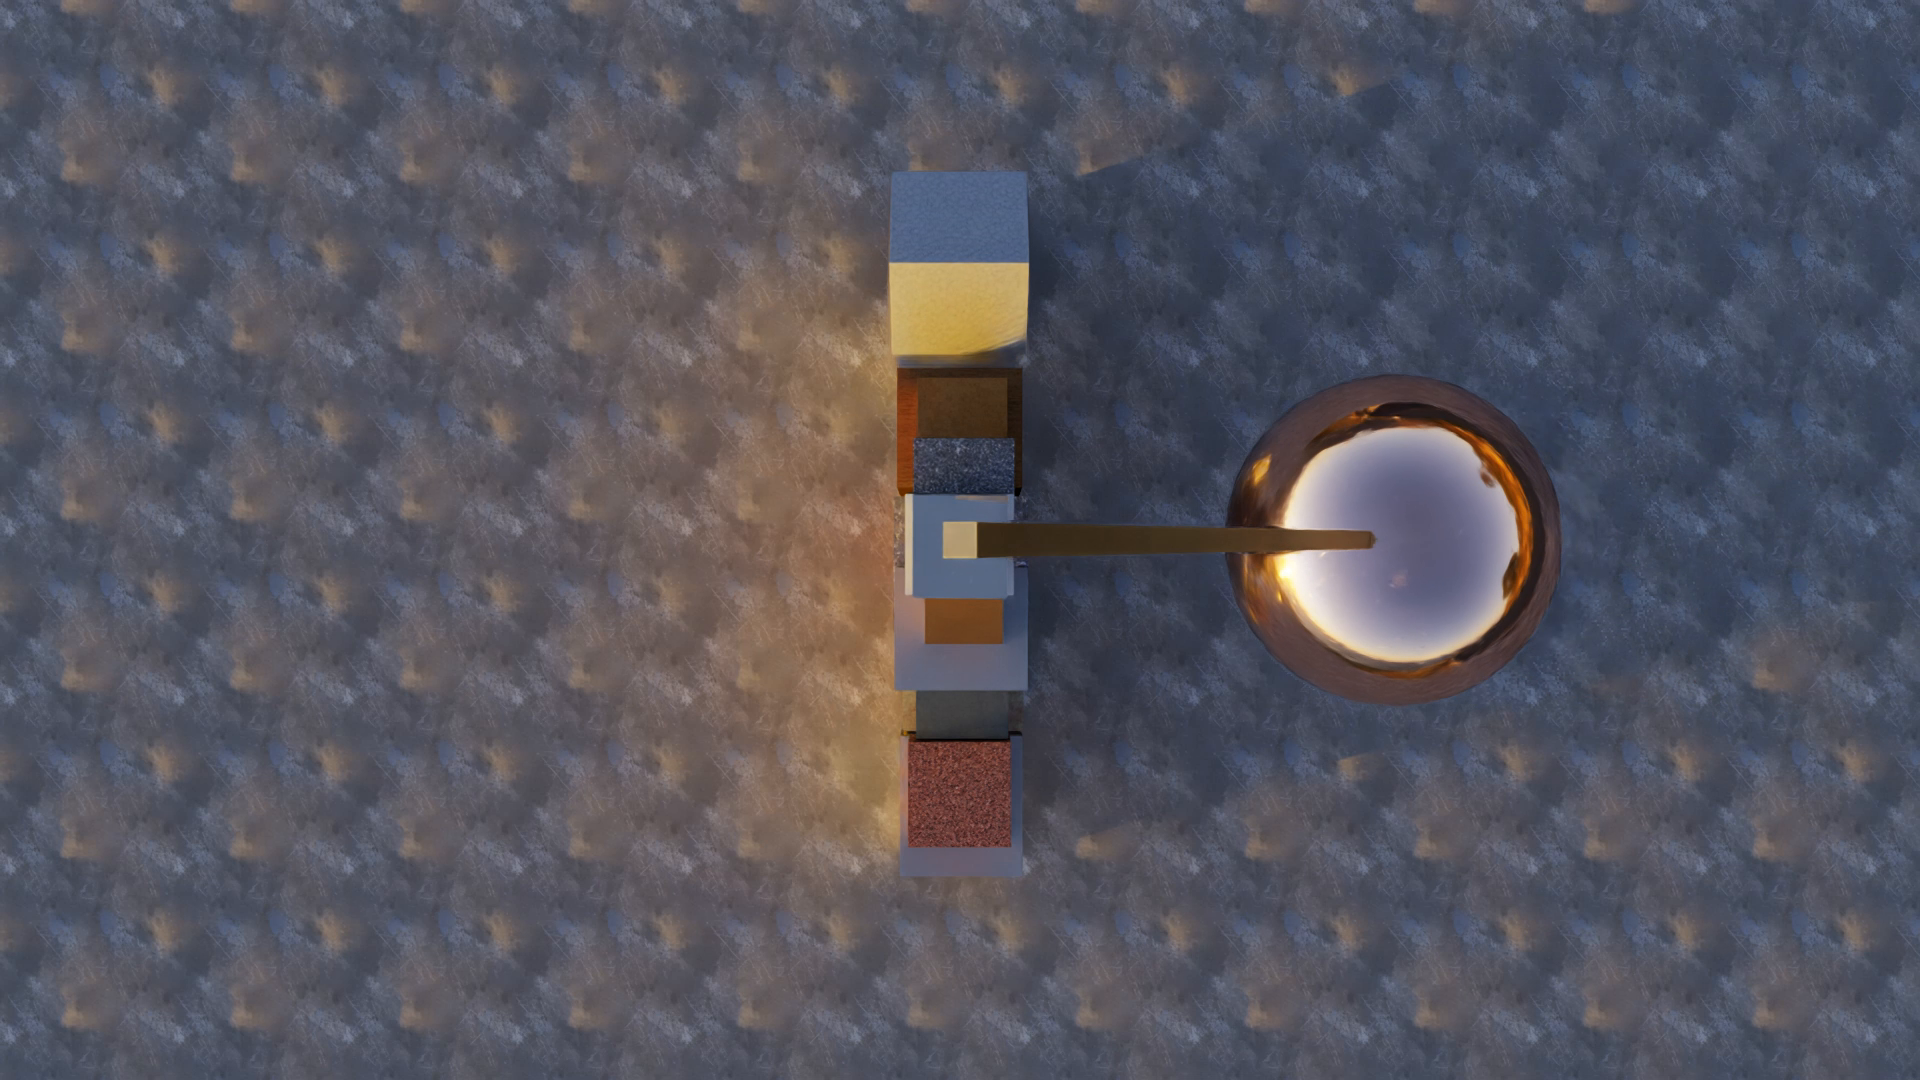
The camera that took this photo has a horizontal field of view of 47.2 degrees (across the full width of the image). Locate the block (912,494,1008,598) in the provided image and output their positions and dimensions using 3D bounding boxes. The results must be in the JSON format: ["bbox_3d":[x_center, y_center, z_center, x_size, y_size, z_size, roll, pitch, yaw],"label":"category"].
[{"bbox_3d":[0.000,0.023,9.792,0.415,0.420,0.449,0,92,0],"label":"block"}]

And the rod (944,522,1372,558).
[{"bbox_3d":[0.899,0.000,7.383,0.080,5.200,0.080,0,90,20],"label":"rod"}]

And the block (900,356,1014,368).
[{"bbox_3d":[-0.017,-1.030,12.669,0.644,0.662,0.545,0,90,0],"label":"block"}]

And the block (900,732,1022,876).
[{"bbox_3d":[0.007,1.480,12.612,0.681,0.776,0.779,0,90,0],"label":"block"}]

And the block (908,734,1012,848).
[{"bbox_3d":[-0.002,1.361,11.984,0.550,0.480,0.560,0,90,0],"label":"block"}]

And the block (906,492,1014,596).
[{"bbox_3d":[-0.002,0.012,10.267,0.494,0.531,0.460,0,92,0],"label":"block"}]

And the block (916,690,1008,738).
[{"bbox_3d":[0.012,0.790,12.139,0.497,0.567,0.562,0,90,0],"label":"block"}]

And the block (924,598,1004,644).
[{"bbox_3d":[0.019,0.293,10.768,0.375,0.457,0.410,0,90,0],"label":"block"}]

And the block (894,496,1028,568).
[{"bbox_3d":[0.005,0.134,11.952,0.711,0.709,0.729,0,90,0],"label":"block"}]

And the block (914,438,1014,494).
[{"bbox_3d":[0.020,-0.214,10.793,0.485,0.534,0.576,0,93,0],"label":"block"}]

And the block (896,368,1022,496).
[{"bbox_3d":[-0.001,-0.573,11.952,0.660,0.742,0.629,0,87,0],"label":"block"}]

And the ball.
[{"bbox_3d":[2.074,0.000,10.573,1.600,1.600,1.600,0,90,0],"label":"ball"}]

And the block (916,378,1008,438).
[{"bbox_3d":[0.011,-0.583,11.375,0.460,0.413,0.465,0,87,0],"label":"block"}]

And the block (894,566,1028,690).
[{"bbox_3d":[0.005,0.445,11.298,0.665,0.601,0.614,0,90,0],"label":"block"}]

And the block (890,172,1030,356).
[{"bbox_3d":[-0.005,-1.514,12.042,0.734,0.657,0.763,0,47,0],"label":"block"}]

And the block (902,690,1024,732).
[{"bbox_3d":[0.017,0.749,12.711,0.681,0.578,0.663,0,90,0],"label":"block"}]
